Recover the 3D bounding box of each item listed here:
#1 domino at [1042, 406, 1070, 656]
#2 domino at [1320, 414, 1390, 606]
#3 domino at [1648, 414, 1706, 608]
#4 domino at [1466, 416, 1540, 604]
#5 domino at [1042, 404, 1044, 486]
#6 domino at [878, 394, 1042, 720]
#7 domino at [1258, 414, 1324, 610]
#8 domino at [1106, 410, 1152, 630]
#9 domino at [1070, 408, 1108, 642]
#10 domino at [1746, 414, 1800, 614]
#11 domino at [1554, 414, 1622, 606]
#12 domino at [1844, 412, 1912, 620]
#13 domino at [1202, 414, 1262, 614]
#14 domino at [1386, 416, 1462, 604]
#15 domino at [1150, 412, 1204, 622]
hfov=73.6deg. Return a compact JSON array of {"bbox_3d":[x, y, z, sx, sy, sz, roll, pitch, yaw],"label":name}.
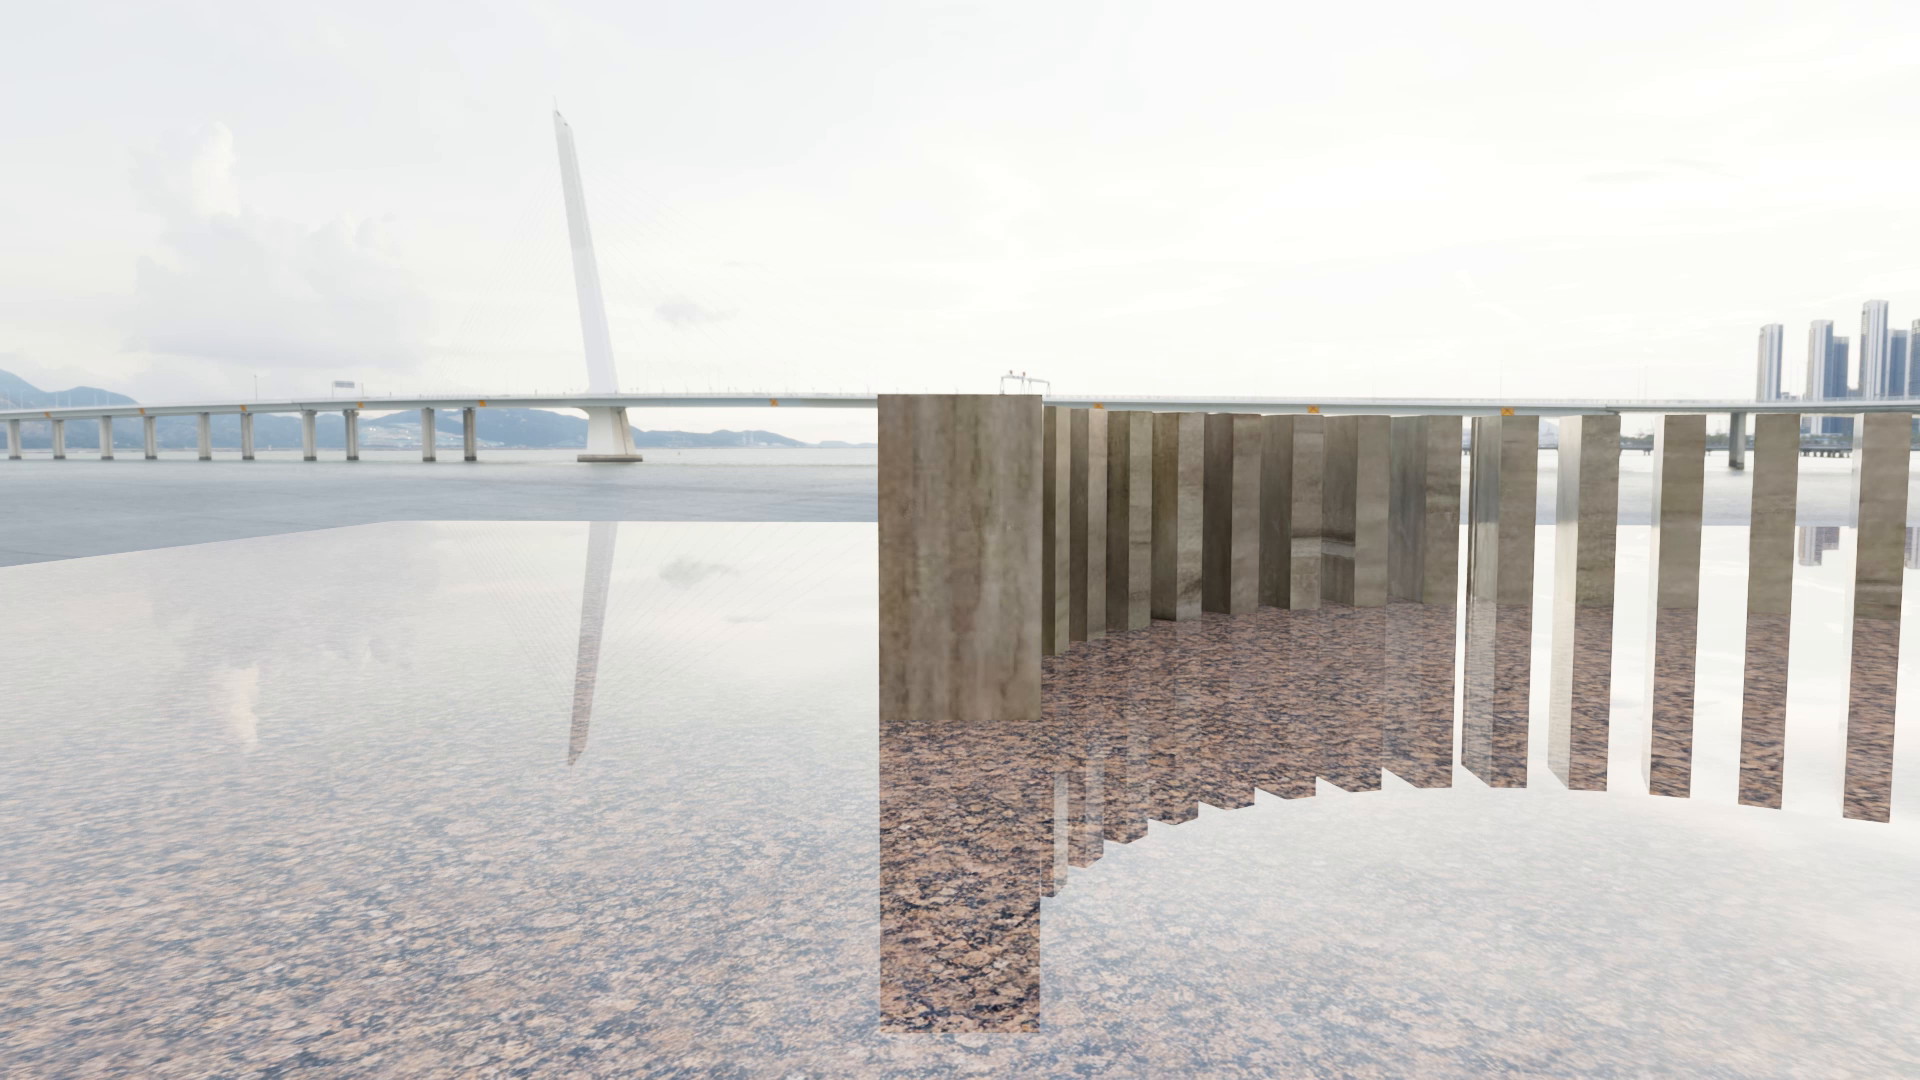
[{"bbox_3d":[0.009,-0.002,0.265,0.025,0.050,0.010,2,5,22],"label":"domino"},{"bbox_3d":[0.105,-0.009,0.348,0.009,0.050,0.025,-1,4,-14],"label":"domino"},{"bbox_3d":[0.191,-0.008,0.342,0.010,0.050,0.025,2,5,23],"label":"domino"},{"bbox_3d":[0.149,-0.009,0.352,0.010,0.050,0.025,0,4,4],"label":"domino"},{"bbox_3d":[0.003,-0.001,0.244,0.025,0.050,0.009,1,4,13],"label":"domino"},{"bbox_3d":[0.000,0.002,0.201,0.025,0.050,0.010,0,4,0],"label":"domino"},{"bbox_3d":[0.084,-0.008,0.341,0.010,0.050,0.025,-2,5,-23],"label":"domino"},{"bbox_3d":[0.032,-0.005,0.302,0.025,0.050,0.009,4,6,40],"label":"domino"},{"bbox_3d":[0.019,-0.004,0.285,0.025,0.050,0.010,3,5,31],"label":"domino"},{"bbox_3d":[0.210,-0.007,0.332,0.010,0.050,0.025,3,5,32],"label":"domino"},{"bbox_3d":[0.170,-0.009,0.349,0.010,0.050,0.025,1,4,13],"label":"domino"},{"bbox_3d":[0.229,-0.006,0.320,0.009,0.050,0.025,3,5,30],"label":"domino"},{"bbox_3d":[0.065,-0.007,0.331,0.010,0.050,0.025,-3,5,-32],"label":"domino"},{"bbox_3d":[0.127,-0.009,0.352,0.009,0.050,0.025,0,4,-5],"label":"domino"},{"bbox_3d":[0.047,-0.006,0.318,0.009,0.050,0.025,-4,6,-41],"label":"domino"}]
